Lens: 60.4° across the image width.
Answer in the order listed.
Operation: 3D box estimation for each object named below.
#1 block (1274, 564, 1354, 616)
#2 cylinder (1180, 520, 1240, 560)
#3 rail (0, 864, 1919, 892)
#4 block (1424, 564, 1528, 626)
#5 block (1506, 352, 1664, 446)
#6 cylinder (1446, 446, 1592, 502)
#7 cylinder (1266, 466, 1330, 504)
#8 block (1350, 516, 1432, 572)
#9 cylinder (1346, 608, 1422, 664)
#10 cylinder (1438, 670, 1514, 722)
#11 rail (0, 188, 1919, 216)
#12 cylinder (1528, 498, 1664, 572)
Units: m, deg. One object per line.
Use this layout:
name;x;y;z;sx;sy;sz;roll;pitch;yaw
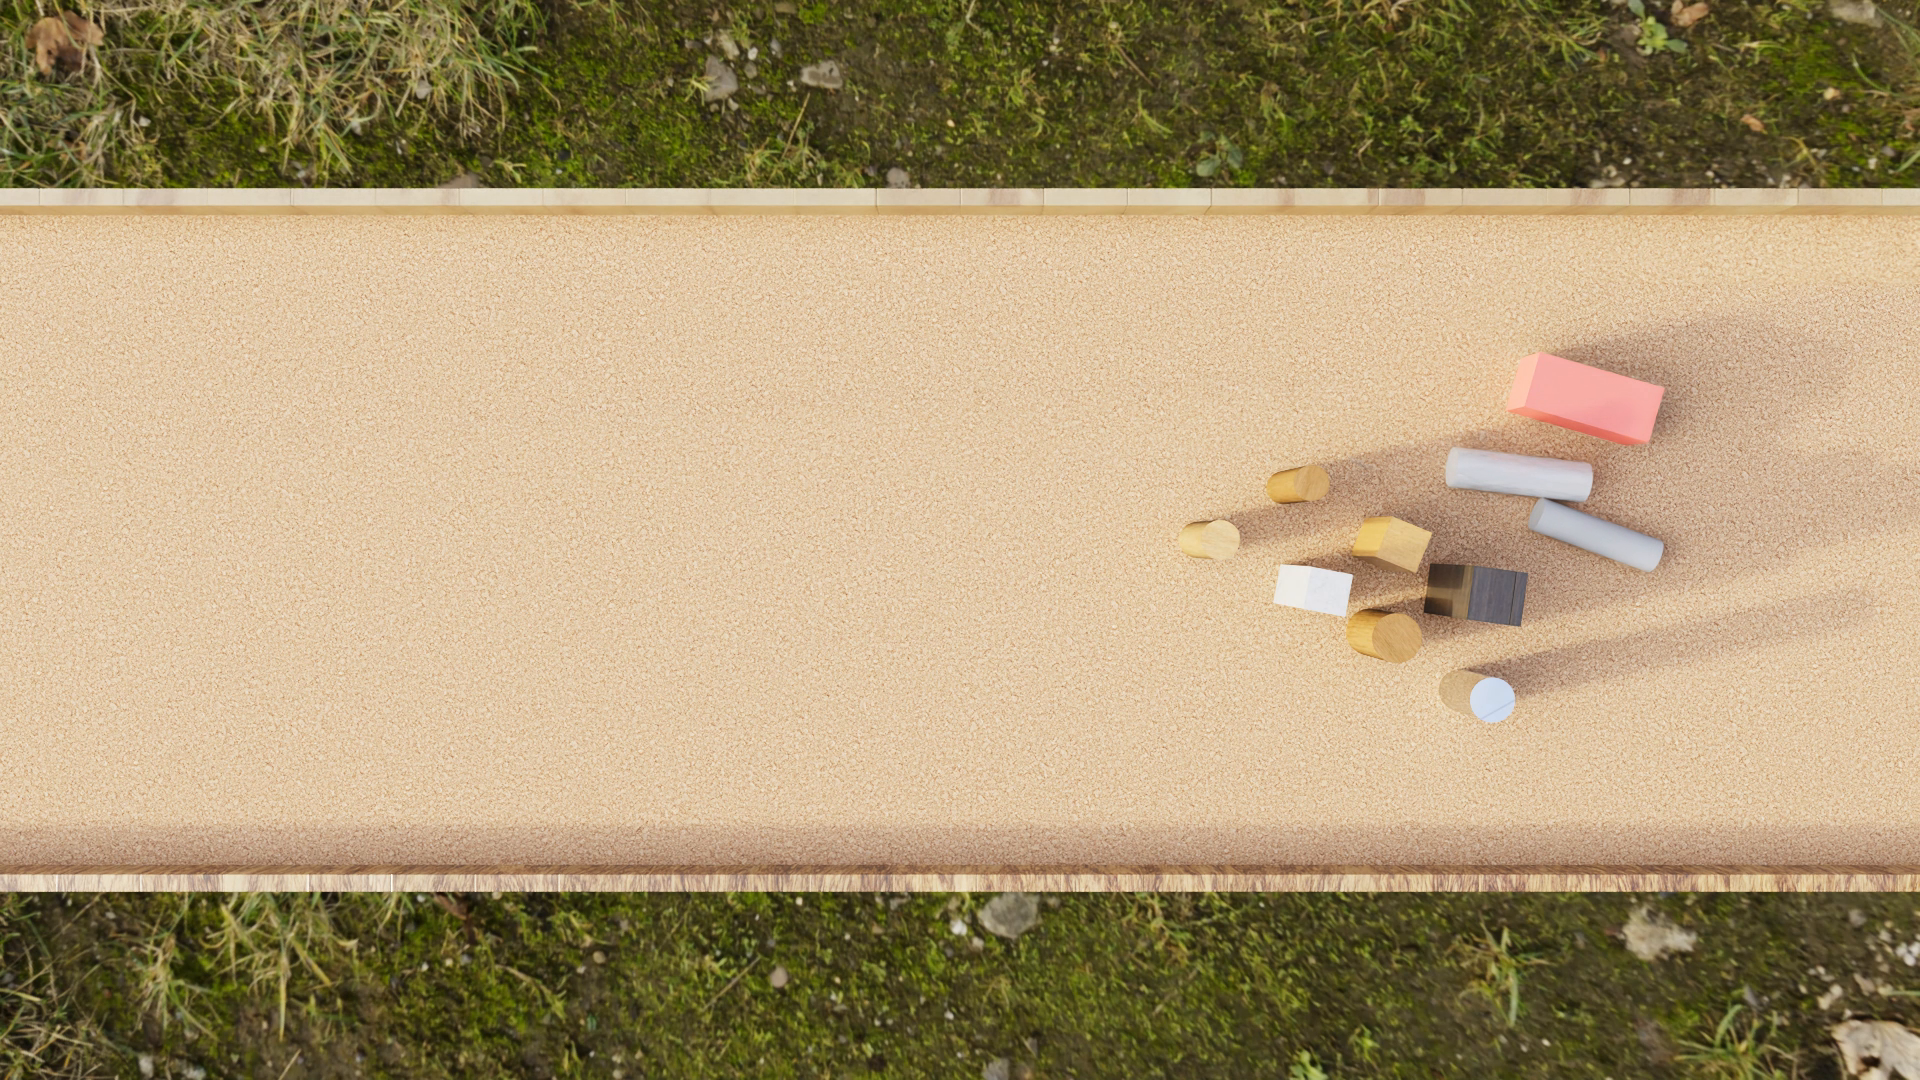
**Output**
block;1.035;0.145;4.855;0.120;0.442;0.120;11;90;0
cylinder;0.729;0.000;4.848;0.111;0.457;0.111;0;90;0
rail;-2.247;1.025;5.001;12.000;0.150;0.050;0;90;0
block;1.513;0.158;4.859;0.153;0.435;0.153;8;90;0
block;1.888;-0.425;4.992;0.385;0.169;0.169;16;90;0
cylinder;1.698;-0.199;5.016;0.407;0.122;0.122;7;90;0
cylinder;0.994;-0.161;4.869;0.102;0.415;0.102;0;90;0
block;1.283;0.013;4.921;0.125;0.310;0.125;22;90;0
cylinder;1.260;0.283;4.917;0.145;0.319;0.145;0;90;0
cylinder;1.538;0.462;4.920;0.130;0.313;0.130;0;90;0
rail;-2.247;-1.025;5.002;12.000;0.150;0.050;0;90;0
cylinder;1.936;-0.015;5.024;0.381;0.104;0.104;20;90;0
